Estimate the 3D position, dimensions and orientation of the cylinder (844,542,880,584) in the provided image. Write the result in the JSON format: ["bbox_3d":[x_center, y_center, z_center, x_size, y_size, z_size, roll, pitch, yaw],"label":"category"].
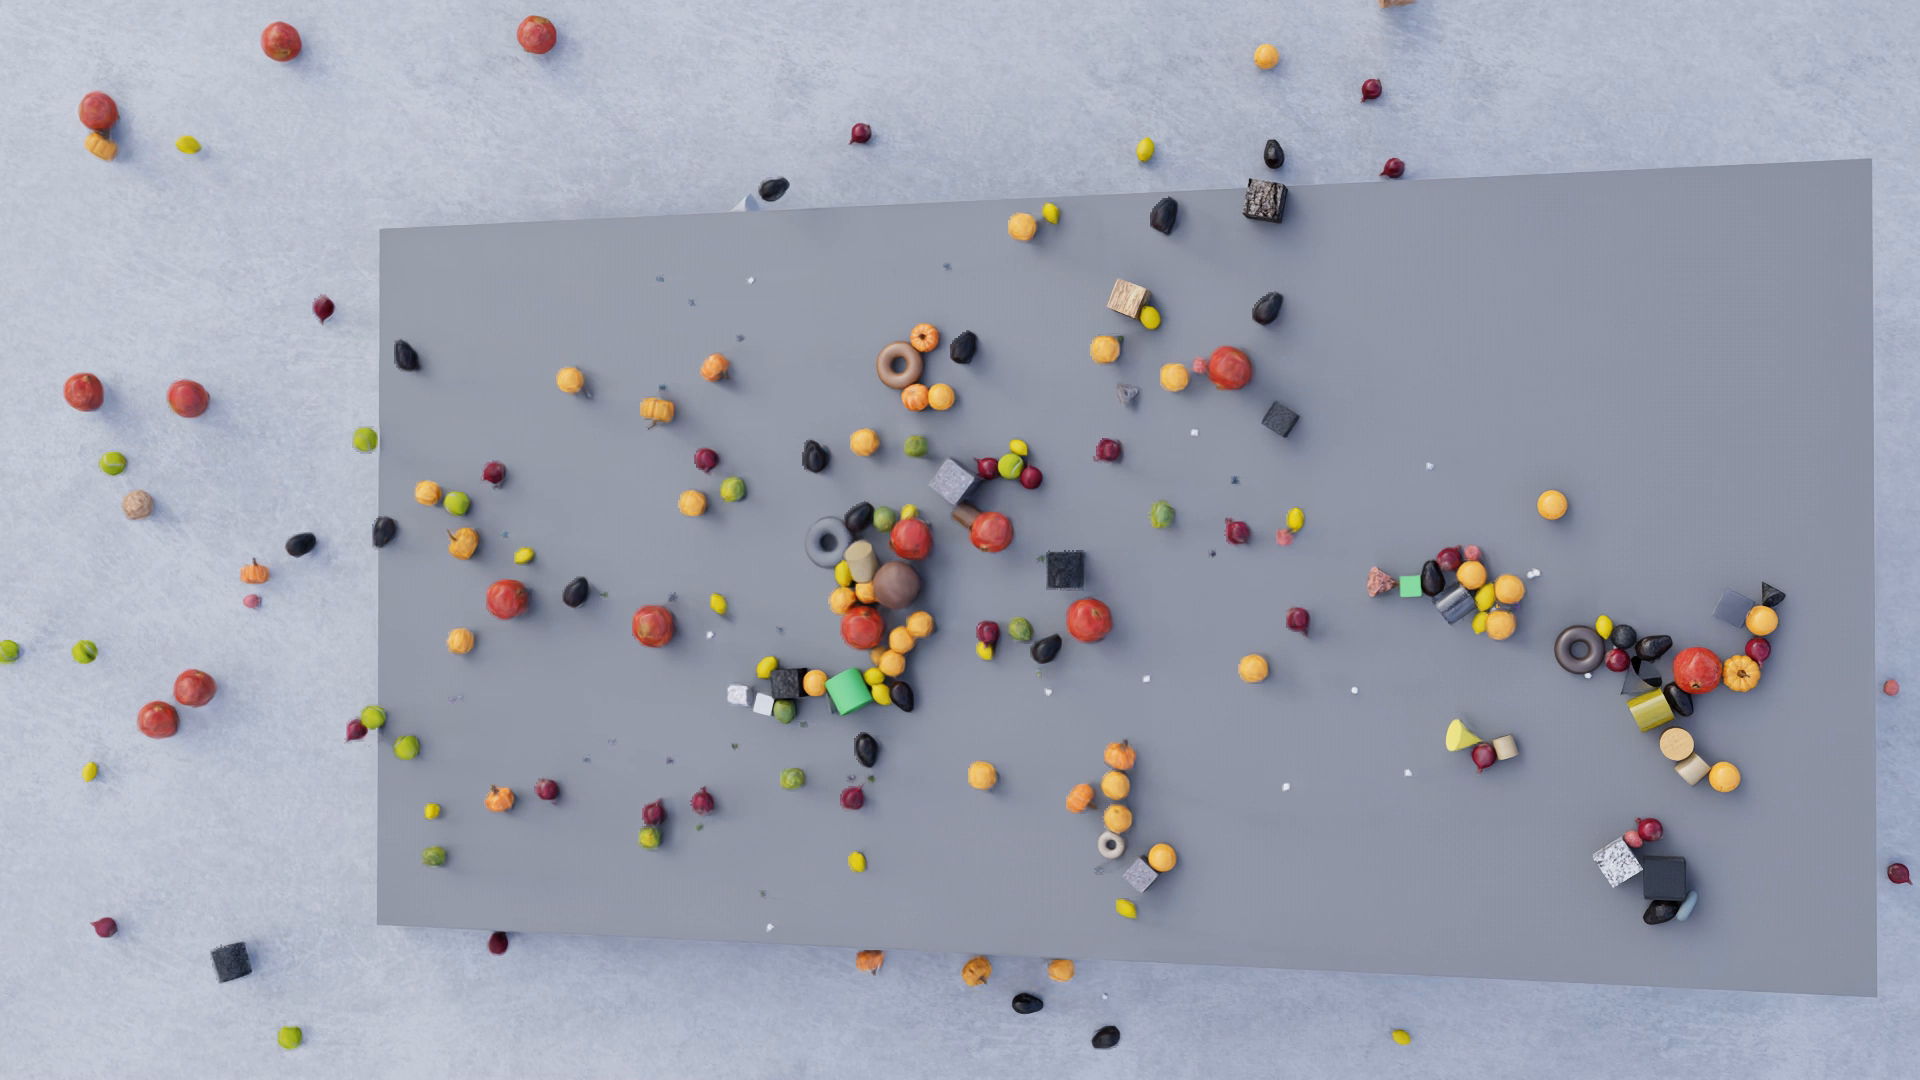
[{"bbox_3d":[-0.260,0.060,5.864,0.079,0.079,0.079,-19,126,0],"label":"cylinder"}]

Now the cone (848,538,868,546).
[{"bbox_3d":[-0.281,0.018,5.895,0.051,0.051,0.051,9,89,-41],"label":"cone"}]

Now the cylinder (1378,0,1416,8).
[{"bbox_3d":[1.270,-1.602,6.394,0.095,0.095,0.095,-7,89,0],"label":"cylinder"}]

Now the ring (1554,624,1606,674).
[{"bbox_3d":[1.522,0.270,5.402,0.122,0.041,0.122,0,91,15],"label":"ring"}]

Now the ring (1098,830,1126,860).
[{"bbox_3d":[0.394,0.793,5.718,0.076,0.025,0.076,-1,88,15],"label":"ring"}]

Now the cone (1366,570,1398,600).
[{"bbox_3d":[1.076,0.108,5.533,0.076,0.076,0.076,-9,89,-30],"label":"cone"}]

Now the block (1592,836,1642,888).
[{"bbox_3d":[1.600,0.783,5.350,0.083,0.083,0.083,-35,80,12],"label":"block"}]

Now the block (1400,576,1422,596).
[{"bbox_3d":[1.130,0.116,5.508,0.051,0.051,0.051,-3,88,16],"label":"block"}]

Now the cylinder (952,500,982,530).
[{"bbox_3d":[0.021,-0.066,5.817,0.060,0.060,0.060,39,89,0],"label":"cylinder"}]

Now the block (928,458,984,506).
[{"bbox_3d":[-0.010,-0.153,5.811,0.091,0.091,0.091,39,99,13],"label":"block"}]

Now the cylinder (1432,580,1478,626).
[{"bbox_3d":[1.229,0.157,5.464,0.081,0.081,0.081,-37,89,12],"label":"cylinder"}]

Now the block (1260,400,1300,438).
[{"bbox_3d":[0.816,-0.306,5.595,0.067,0.067,0.067,34,98,14],"label":"block"}]

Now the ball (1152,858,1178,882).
[{"bbox_3d":[0.525,0.844,5.633,0.062,0.062,0.062,0,89,0],"label":"ball"}]

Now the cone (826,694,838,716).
[{"bbox_3d":[-0.326,0.438,5.924,0.059,0.059,0.059,-11,89,-12],"label":"cone"}]

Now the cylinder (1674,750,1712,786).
[{"bbox_3d":[1.771,0.552,5.316,0.063,0.063,0.063,-42,89,16],"label":"cylinder"}]

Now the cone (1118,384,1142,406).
[{"bbox_3d":[0.447,-0.384,5.720,0.059,0.059,0.059,-13,89,-12],"label":"cone"}]

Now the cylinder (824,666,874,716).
[{"bbox_3d":[-0.296,0.405,5.879,0.098,0.098,0.098,-28,82,0],"label":"cylinder"}]

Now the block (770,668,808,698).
[{"bbox_3d":[-0.460,0.387,5.936,0.076,0.076,0.076,-4,88,16],"label":"block"}]

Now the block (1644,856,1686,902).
[{"bbox_3d":[1.703,0.817,5.315,0.094,0.094,0.094,0,89,16],"label":"block"}]

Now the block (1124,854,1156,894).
[{"bbox_3d":[0.471,0.862,5.674,0.066,0.066,0.066,43,100,12],"label":"block"}]

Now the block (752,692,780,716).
[{"bbox_3d":[-0.523,0.445,5.966,0.051,0.051,0.051,15,93,15],"label":"block"}]

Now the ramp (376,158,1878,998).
[{"bbox_3d":[0.268,0.096,5.829,4.000,0.100,2.000,0,89,16],"label":"ramp"}]

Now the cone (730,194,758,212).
[{"bbox_3d":[-0.639,-0.964,6.415,0.075,0.075,0.075,-6,89,27],"label":"cone"}]

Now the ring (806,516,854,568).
[{"bbox_3d":[-0.351,0.008,5.927,0.141,0.047,0.141,0,90,15],"label":"ring"}]

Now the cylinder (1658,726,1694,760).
[{"bbox_3d":[1.733,0.491,5.321,0.077,0.077,0.077,0,89,16],"label":"cylinder"}]

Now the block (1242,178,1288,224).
[{"bbox_3d":[0.777,-0.863,5.602,0.089,0.089,0.089,12,92,15],"label":"block"}]

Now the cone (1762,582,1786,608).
[{"bbox_3d":[1.945,0.122,5.293,0.059,0.059,0.059,-21,56,0],"label":"cone"}]

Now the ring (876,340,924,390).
[{"bbox_3d":[-0.161,-0.468,5.883,0.131,0.044,0.131,-1,88,16],"label":"ring"}]

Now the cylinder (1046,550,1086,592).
[{"bbox_3d":[0.276,0.079,5.726,0.093,0.093,0.093,-6,79,0],"label":"cylinder"}]

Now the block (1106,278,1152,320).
[{"bbox_3d":[0.438,-0.623,5.698,0.080,0.080,0.080,23,95,15],"label":"block"}]

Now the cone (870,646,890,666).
[{"bbox_3d":[-0.222,0.310,5.883,0.054,0.054,0.054,0,89,16],"label":"cone"}]

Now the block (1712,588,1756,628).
[{"bbox_3d":[1.861,0.164,5.292,0.072,0.072,0.072,28,96,14],"label":"block"}]

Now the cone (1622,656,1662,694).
[{"bbox_3d":[1.643,0.350,5.366,0.095,0.095,0.095,38,127,1],"label":"cone"}]

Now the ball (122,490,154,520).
[{"bbox_3d":[-2.382,-0.101,6.375,0.087,0.087,0.087,0,89,0],"label":"ball"}]

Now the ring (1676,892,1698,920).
[{"bbox_3d":[1.755,0.883,5.308,0.026,0.079,0.079,28,89,18],"label":"ring"}]
